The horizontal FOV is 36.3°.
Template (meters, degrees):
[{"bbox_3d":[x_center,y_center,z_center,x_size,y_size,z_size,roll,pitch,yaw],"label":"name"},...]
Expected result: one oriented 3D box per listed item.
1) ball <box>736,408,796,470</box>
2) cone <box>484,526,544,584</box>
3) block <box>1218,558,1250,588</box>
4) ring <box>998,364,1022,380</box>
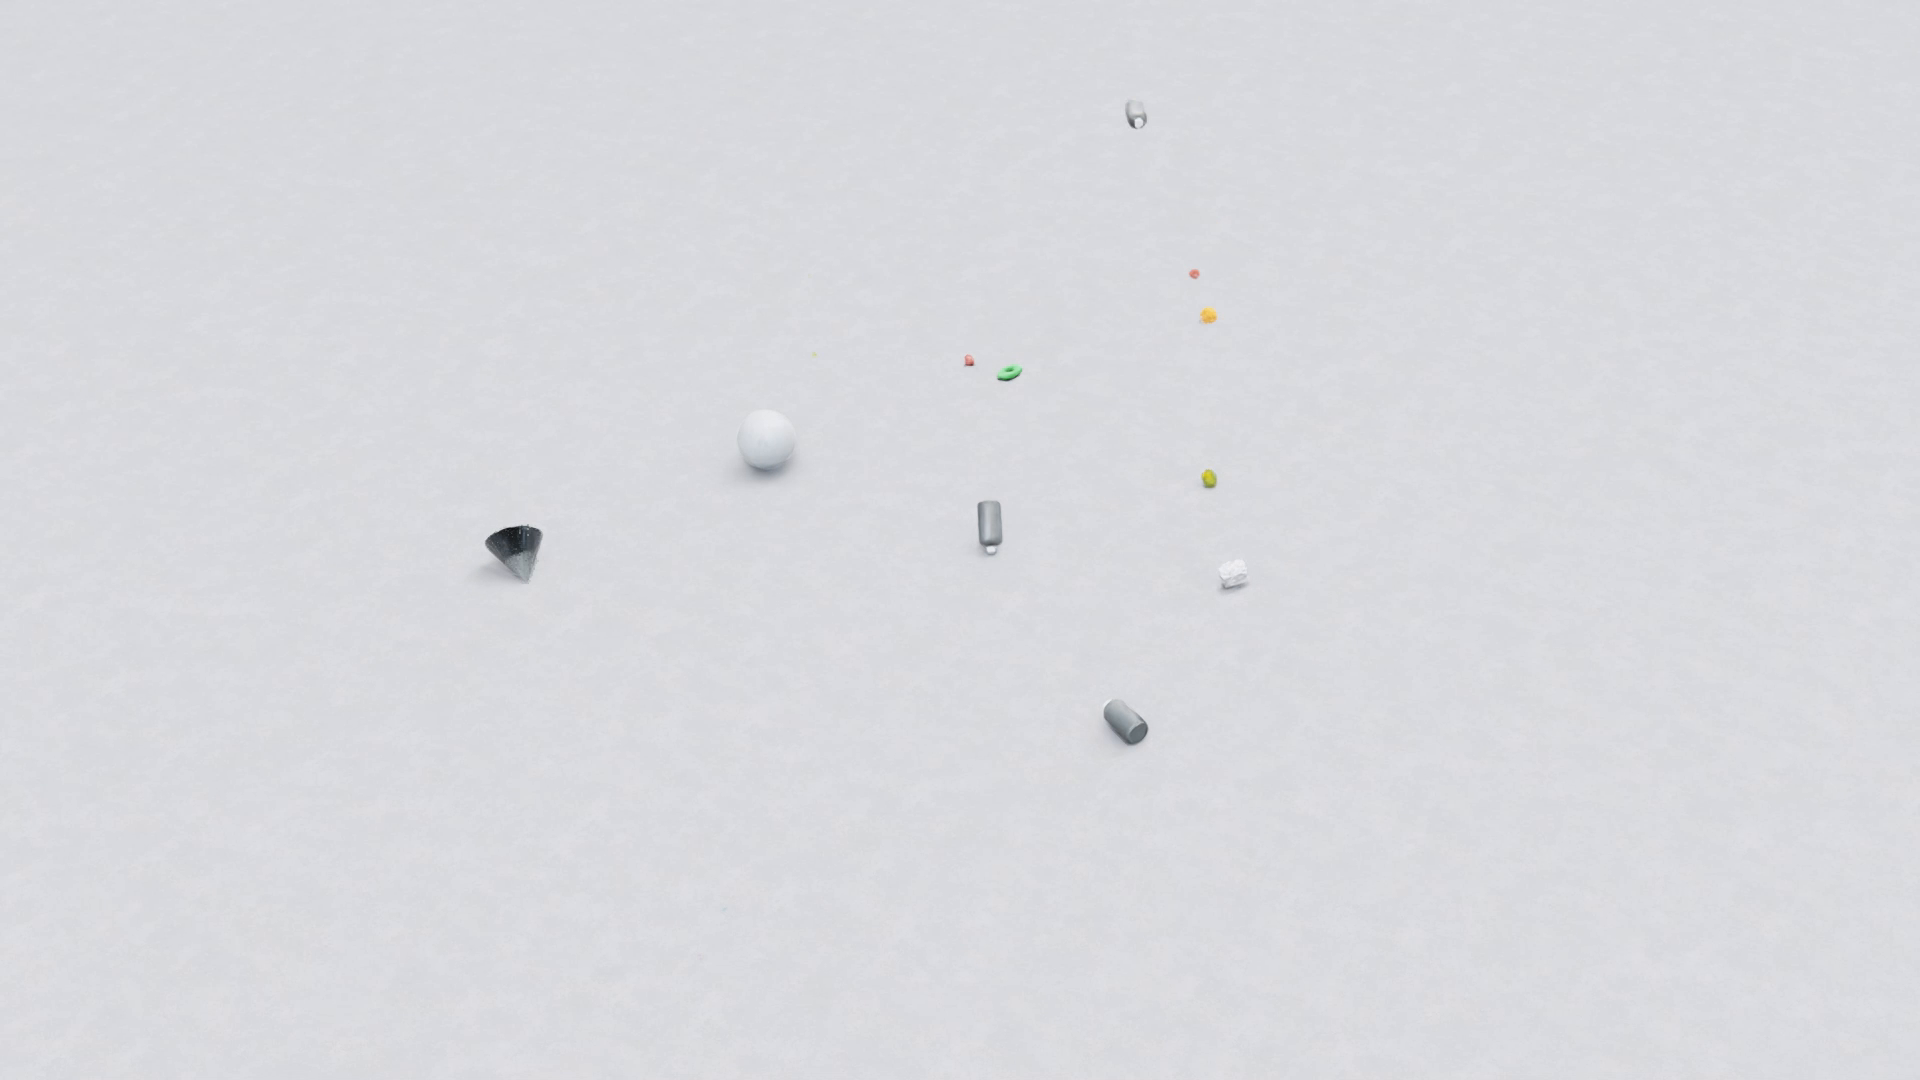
[{"bbox_3d":[-0.749,-0.390,11.325,0.232,0.232,0.232,0,33,0],"label":"ball"},{"bbox_3d":[-1.610,0.081,10.737,0.237,0.197,0.189,10,52,-48],"label":"cone"},{"bbox_3d":[0.999,0.121,10.696,0.093,0.045,0.086,-16,36,4],"label":"block"},{"bbox_3d":[0.204,-0.686,11.957,0.126,0.031,0.066,-27,43,-33],"label":"ring"}]
